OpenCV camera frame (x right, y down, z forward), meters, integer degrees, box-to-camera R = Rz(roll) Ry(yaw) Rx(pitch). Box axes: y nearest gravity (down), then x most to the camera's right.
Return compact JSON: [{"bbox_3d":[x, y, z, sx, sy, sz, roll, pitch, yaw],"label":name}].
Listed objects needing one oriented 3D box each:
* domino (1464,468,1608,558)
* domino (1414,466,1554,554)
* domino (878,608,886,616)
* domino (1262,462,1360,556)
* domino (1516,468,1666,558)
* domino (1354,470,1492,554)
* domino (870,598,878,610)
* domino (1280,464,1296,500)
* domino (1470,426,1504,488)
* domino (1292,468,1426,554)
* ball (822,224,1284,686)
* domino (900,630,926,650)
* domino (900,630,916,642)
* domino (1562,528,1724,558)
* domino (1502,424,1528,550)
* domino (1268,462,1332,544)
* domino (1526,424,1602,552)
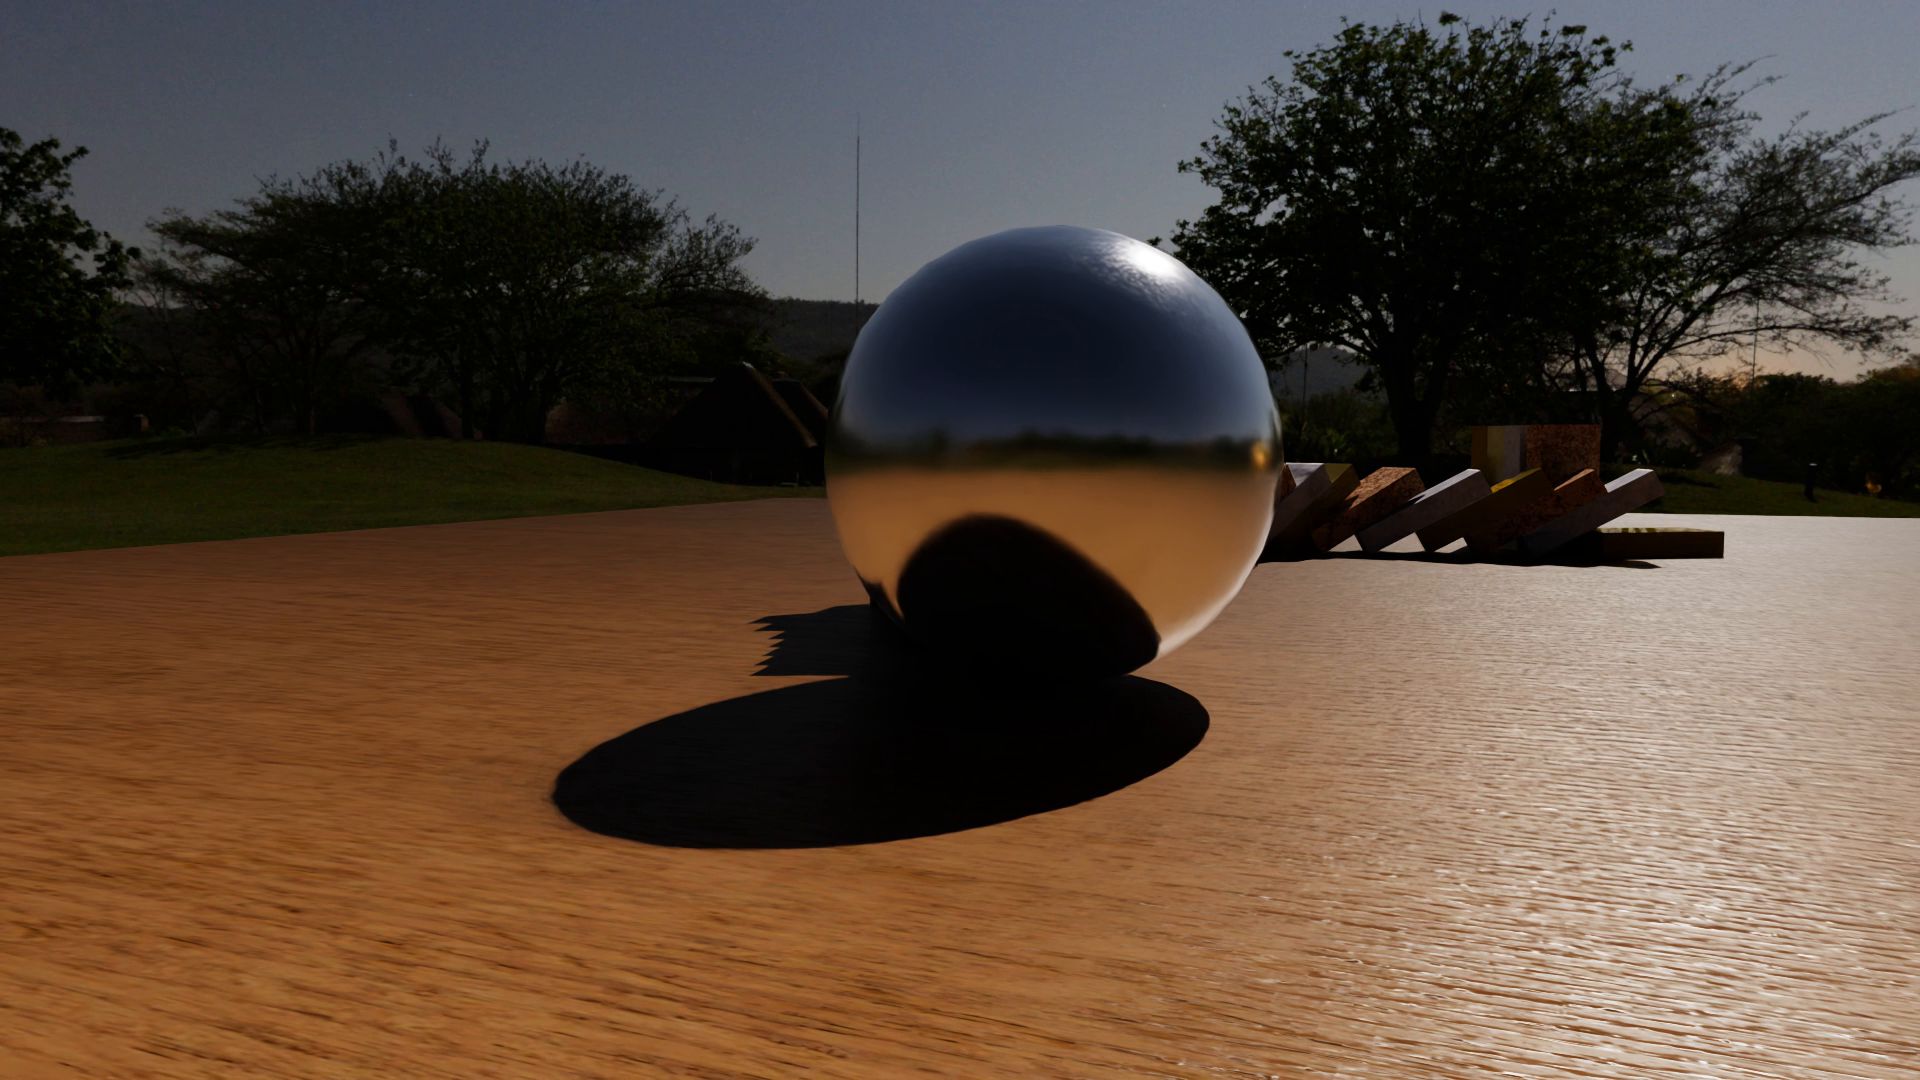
[{"bbox_3d":[0.217,-0.011,0.488,0.050,0.009,0.025,-30,-4,15],"label":"domino"},{"bbox_3d":[0.199,-0.011,0.492,0.050,0.009,0.025,-30,-4,16],"label":"domino"},{"bbox_3d":[-0.008,-0.006,0.327,0.025,0.050,0.009,0,-28,-1],"label":"domino"},{"bbox_3d":[0.131,-0.013,0.504,0.050,0.009,0.025,-39,23,-25],"label":"domino"},{"bbox_3d":[0.236,-0.010,0.483,0.050,0.009,0.025,-30,-4,16],"label":"domino"},{"bbox_3d":[0.178,-0.011,0.498,0.050,0.009,0.025,-29,-2,12],"label":"domino"},{"bbox_3d":[-0.011,-0.006,0.339,0.025,0.050,0.010,-1,-29,-2],"label":"domino"},{"bbox_3d":[0.101,-0.011,0.485,0.050,0.010,0.025,-39,23,-25],"label":"domino"},{"bbox_3d":[0.228,-0.023,0.540,0.025,0.050,0.010,-1,5,-18],"label":"domino"},{"bbox_3d":[0.155,-0.012,0.506,0.050,0.010,0.025,-31,9,-8],"label":"domino"},{"bbox_3d":[0.016,-0.014,0.226,0.080,0.080,0.080,0,4,0],"label":"ball"},{"bbox_3d":[0.000,-0.002,0.271,0.025,0.050,0.010,0,-27,-1],"label":"domino"},{"bbox_3d":[0.000,-0.003,0.282,0.025,0.050,0.009,0,-27,-1],"label":"domino"},{"bbox_3d":[0.262,0.001,0.493,0.050,0.009,0.025,-1,4,-8],"label":"domino"},{"bbox_3d":[0.234,-0.021,0.520,0.025,0.050,0.010,-1,4,-14],"label":"domino"},{"bbox_3d":[0.117,-0.012,0.494,0.050,0.009,0.025,-39,23,-25],"label":"domino"},{"bbox_3d":[0.237,-0.020,0.506,0.025,0.050,0.009,-1,4,-8],"label":"domino"}]
